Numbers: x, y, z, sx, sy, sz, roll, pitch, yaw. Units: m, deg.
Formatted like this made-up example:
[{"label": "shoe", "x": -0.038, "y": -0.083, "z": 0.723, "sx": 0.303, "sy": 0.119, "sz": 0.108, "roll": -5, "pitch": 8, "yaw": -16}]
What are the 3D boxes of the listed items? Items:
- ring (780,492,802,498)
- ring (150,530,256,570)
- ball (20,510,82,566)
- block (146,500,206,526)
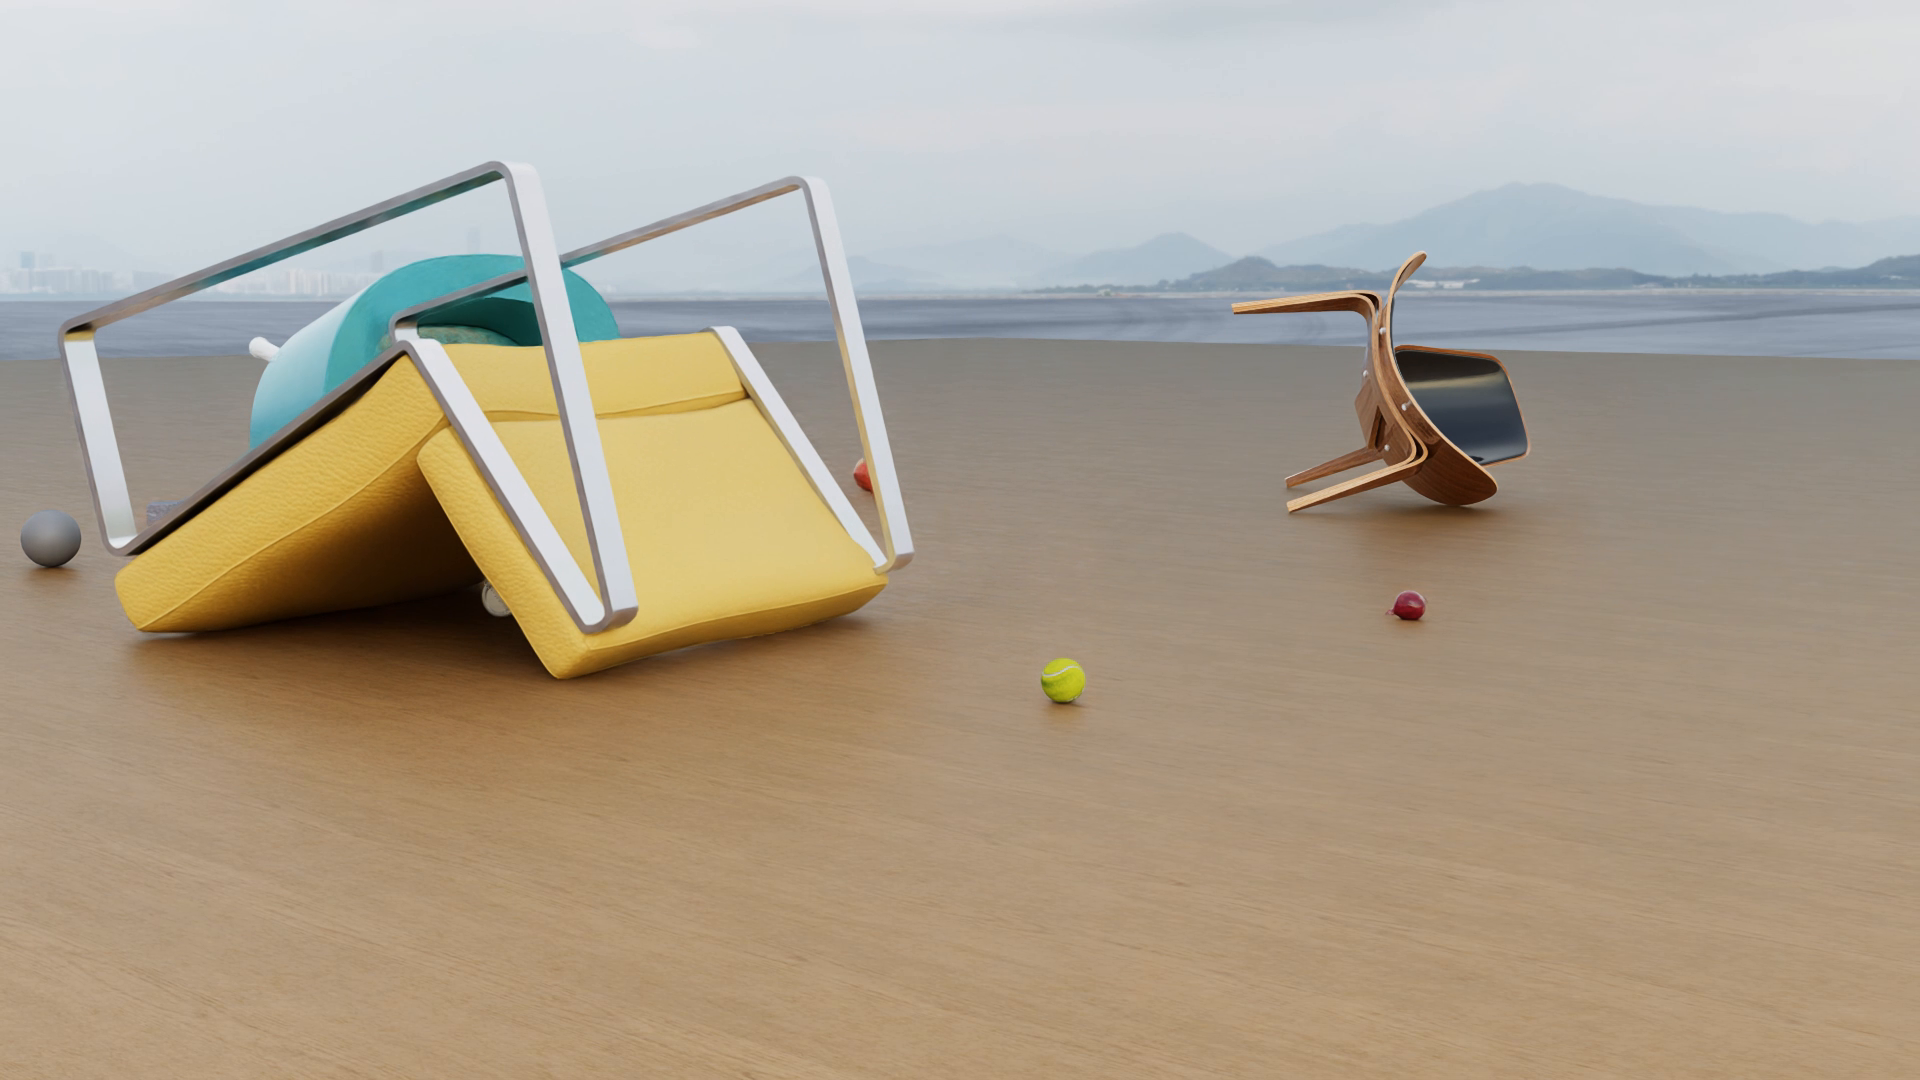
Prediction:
[{"label": "ring", "x": -0.503, "y": -0.134, "z": 7.632, "sx": 0.046, "sy": 0.016, "sz": 0.078, "roll": 4, "pitch": 7, "yaw": 42}, {"label": "ring", "x": -1.727, "y": 0.022, "z": 5.855, "sx": 0.271, "sy": 0.072, "sz": 0.217, "roll": 4, "pitch": 8, "yaw": 41}, {"label": "ball", "x": -2.061, "y": -0.004, "z": 5.816, "sx": 0.131, "sy": 0.131, "sz": 0.131, "roll": 0, "pitch": 6, "yaw": 0}, {"label": "block", "x": -2.090, "y": -0.072, "z": 6.849, "sx": 0.140, "sy": 0.054, "sz": 0.123, "roll": -1, "pitch": 6, "yaw": -11}]
